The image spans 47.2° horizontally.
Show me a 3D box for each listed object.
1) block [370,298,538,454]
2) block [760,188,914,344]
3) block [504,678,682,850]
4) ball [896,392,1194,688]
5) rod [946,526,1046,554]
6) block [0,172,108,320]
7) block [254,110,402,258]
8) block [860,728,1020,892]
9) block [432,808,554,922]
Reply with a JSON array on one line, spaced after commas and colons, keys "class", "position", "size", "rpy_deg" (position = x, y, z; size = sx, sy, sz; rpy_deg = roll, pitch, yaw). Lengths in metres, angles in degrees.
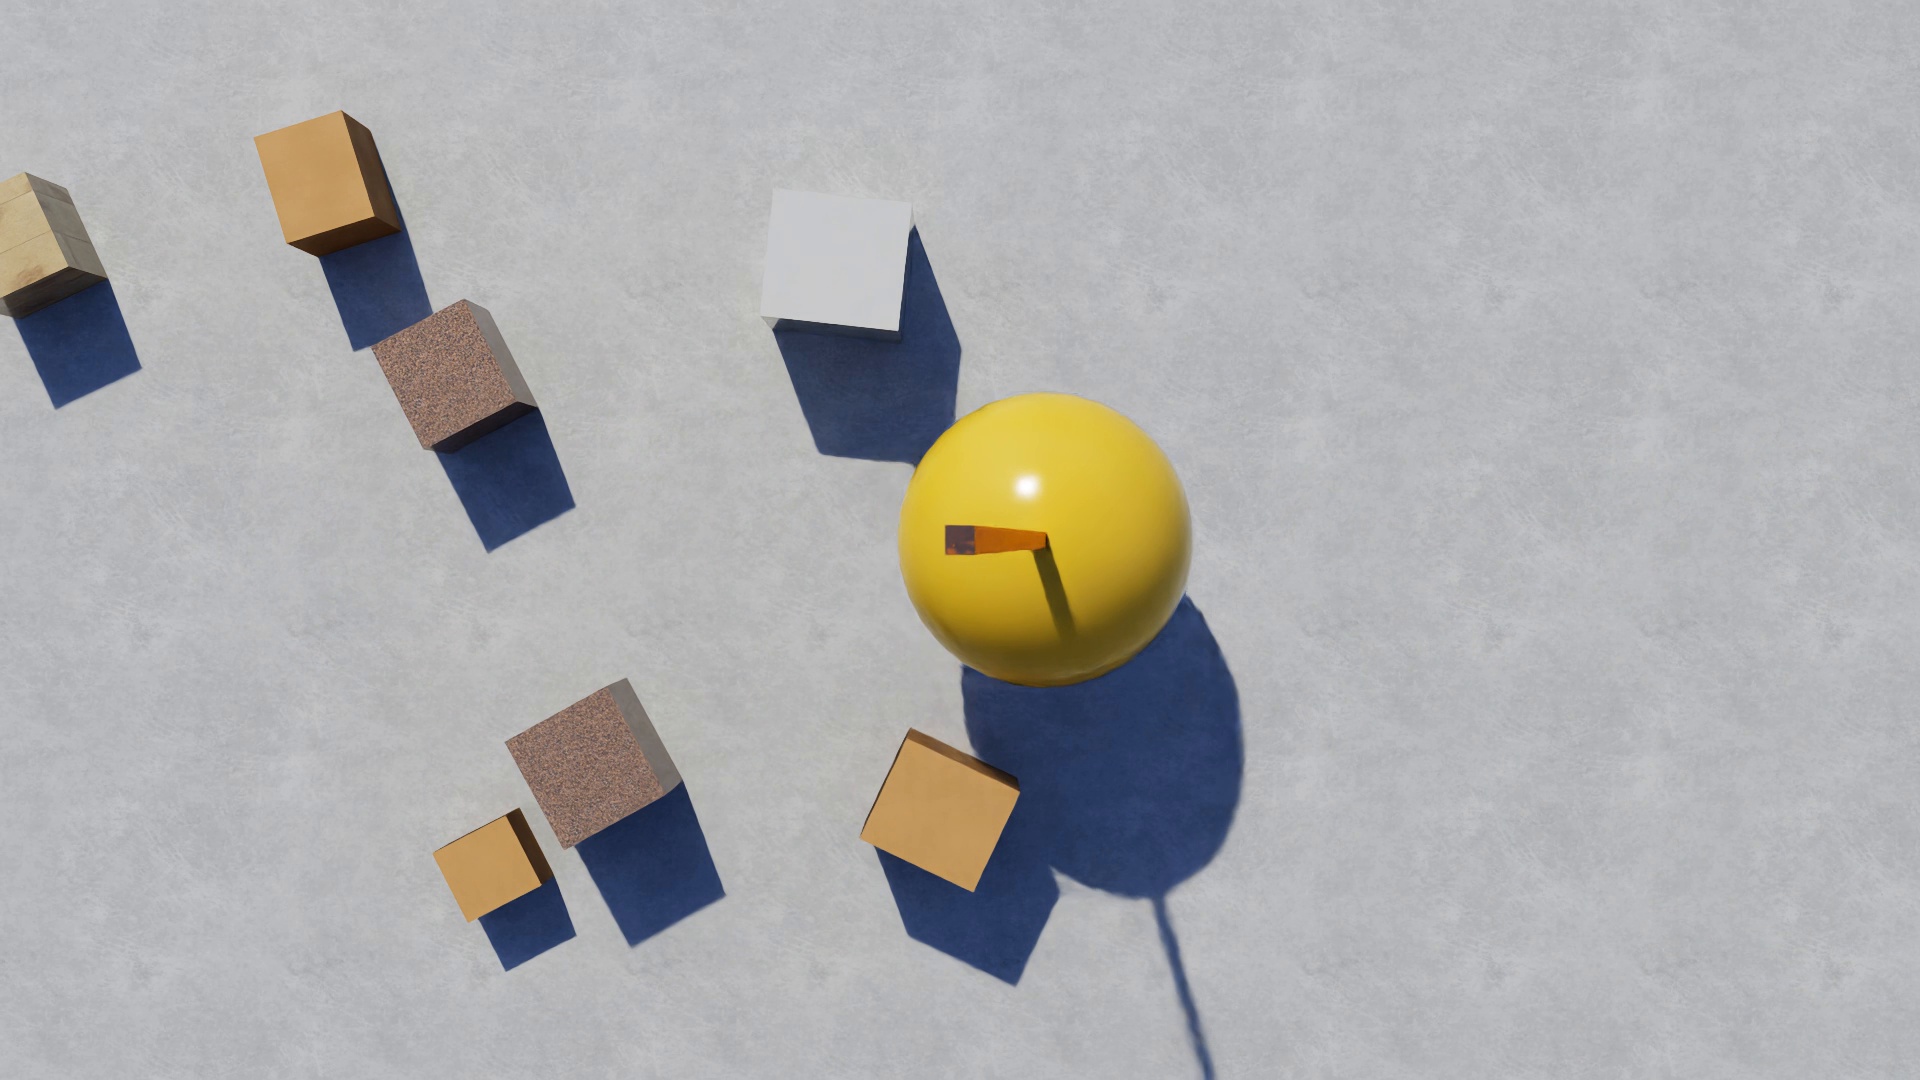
[{"class": "block", "position": [-2.901, -0.933, 12.679], "size": [0.594, 0.642, 0.651], "rpy_deg": [-27, 90, 0]}, {"class": "block", "position": [-0.688, -1.557, 12.597], "size": [0.772, 0.805, 0.714], "rpy_deg": [6, 90, 0]}, {"class": "block", "position": [-2.088, 1.272, 12.625], "size": [0.649, 0.750, 0.691], "rpy_deg": [-29, 90, 0]}, {"class": "ball", "position": [0.458, 0.000, 11.868], "size": [1.600, 1.600, 1.600], "rpy_deg": [0, 90, 0]}, {"class": "rod", "position": [0.199, 0.000, 8.478], "size": [0.080, 5.200, 0.080], "rpy_deg": [0, 90, 4]}, {"class": "block", "position": [-5.416, -1.692, 12.707], "size": [0.571, 0.587, 0.589], "rpy_deg": [-25, 90, 0]}, {"class": "block", "position": [-3.640, -2.047, 12.694], "size": [0.519, 0.612, 0.626], "rpy_deg": [-17, 90, 0]}, {"class": "block", "position": [-0.112, 1.534, 12.628], "size": [0.703, 0.745, 0.619], "rpy_deg": [25, 90, 0]}, {"class": "block", "position": [-2.713, 1.888, 12.803], "size": [0.475, 0.393, 0.450], "rpy_deg": [-27, 90, 0]}]
